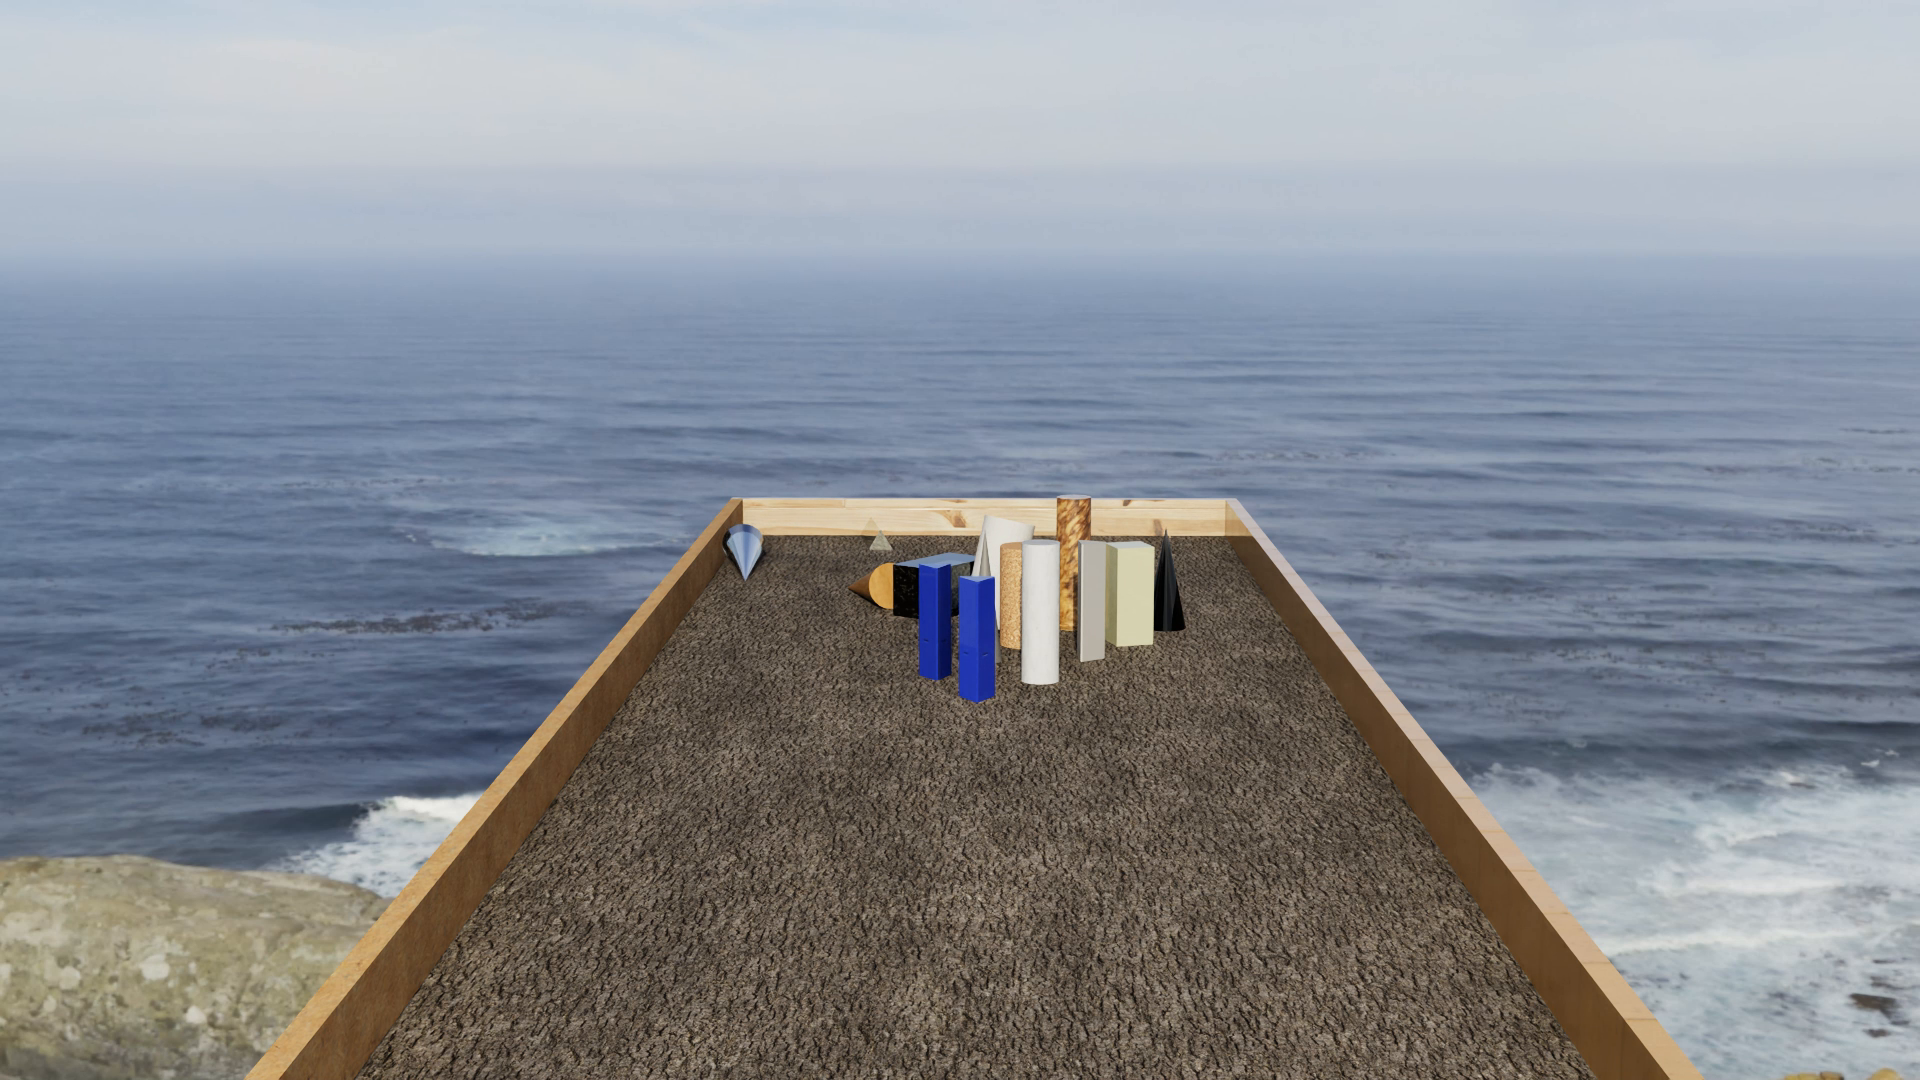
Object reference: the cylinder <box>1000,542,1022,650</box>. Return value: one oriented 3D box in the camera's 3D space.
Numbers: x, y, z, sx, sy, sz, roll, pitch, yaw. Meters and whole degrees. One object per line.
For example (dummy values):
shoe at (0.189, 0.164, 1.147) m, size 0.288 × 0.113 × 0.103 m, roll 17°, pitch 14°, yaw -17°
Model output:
cylinder at (0.212, 0.173, 6.919) m, size 0.172 × 0.313 × 0.172 m, roll 0°, pitch 9°, yaw 0°

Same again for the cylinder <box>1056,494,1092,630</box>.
cylinder at (0.370, 0.073, 7.171) m, size 0.113 × 0.431 × 0.113 m, roll 0°, pitch 9°, yaw 0°

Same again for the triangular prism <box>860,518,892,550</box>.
triangular prism at (-0.342, -0.031, 8.943) m, size 0.089 × 0.077 × 0.376 m, roll -1°, pitch 9°, yaw -8°

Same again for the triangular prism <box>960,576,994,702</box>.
triangular prism at (0.036, 0.275, 6.178) m, size 0.086 × 0.343 × 0.099 m, roll 5°, pitch 10°, yaw 30°

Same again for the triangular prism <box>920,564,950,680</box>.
triangular prism at (-0.061, 0.237, 6.452) m, size 0.080 × 0.333 × 0.092 m, roll -6°, pitch 11°, yaw -34°

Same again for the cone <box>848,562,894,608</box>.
cone at (-0.323, 0.165, 7.721) m, size 0.157 × 0.157 × 0.434 m, roll -4°, pitch -1°, yaw -23°

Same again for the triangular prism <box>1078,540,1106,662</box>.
triangular prism at (0.384, 0.183, 6.706) m, size 0.089 × 0.360 × 0.077 m, roll -6°, pitch 11°, yaw -34°

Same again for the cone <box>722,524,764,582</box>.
cone at (-0.809, 0.082, 8.240) m, size 0.159 × 0.159 × 0.405 m, roll -1°, pitch 20°, yaw -6°

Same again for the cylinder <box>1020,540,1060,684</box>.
cylinder at (0.234, 0.208, 6.394) m, size 0.112 × 0.407 × 0.112 m, roll 0°, pitch 9°, yaw 0°

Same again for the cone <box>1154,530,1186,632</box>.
cone at (0.670, 0.121, 7.177) m, size 0.140 × 0.334 × 0.140 m, roll 0°, pitch 9°, yaw 0°

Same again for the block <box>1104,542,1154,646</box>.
block at (0.534, 0.169, 6.951) m, size 0.122 × 0.311 × 0.122 m, roll -3°, pitch 9°, yaw -16°

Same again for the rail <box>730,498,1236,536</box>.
rail at (0.099, -0.098, 9.147) m, size 2.100 × 0.150 × 0.050 m, roll 0°, pitch 9°, yaw 1°

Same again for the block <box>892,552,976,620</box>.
block at (-0.062, 0.157, 7.462) m, size 0.175 × 0.175 × 0.309 m, roll 7°, pitch 11°, yaw 37°

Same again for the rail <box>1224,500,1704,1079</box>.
rail at (1.046, 0.843, 3.208) m, size 0.050 × 0.150 × 12.000 m, roll 0°, pitch 9°, yaw 1°

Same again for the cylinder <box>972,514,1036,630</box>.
cylinder at (0.124, 0.106, 7.121) m, size 0.168 × 0.350 × 0.168 m, roll 13°, pitch 1°, yaw 0°

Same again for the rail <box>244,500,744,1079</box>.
rail at (-1.004, 0.839, 3.234) m, size 0.050 × 0.150 × 12.000 m, roll 0°, pitch 9°, yaw 1°

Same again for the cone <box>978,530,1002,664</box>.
cone at (0.076, 0.166, 6.665) m, size 0.105 × 0.406 × 0.105 m, roll 0°, pitch 9°, yaw 0°
